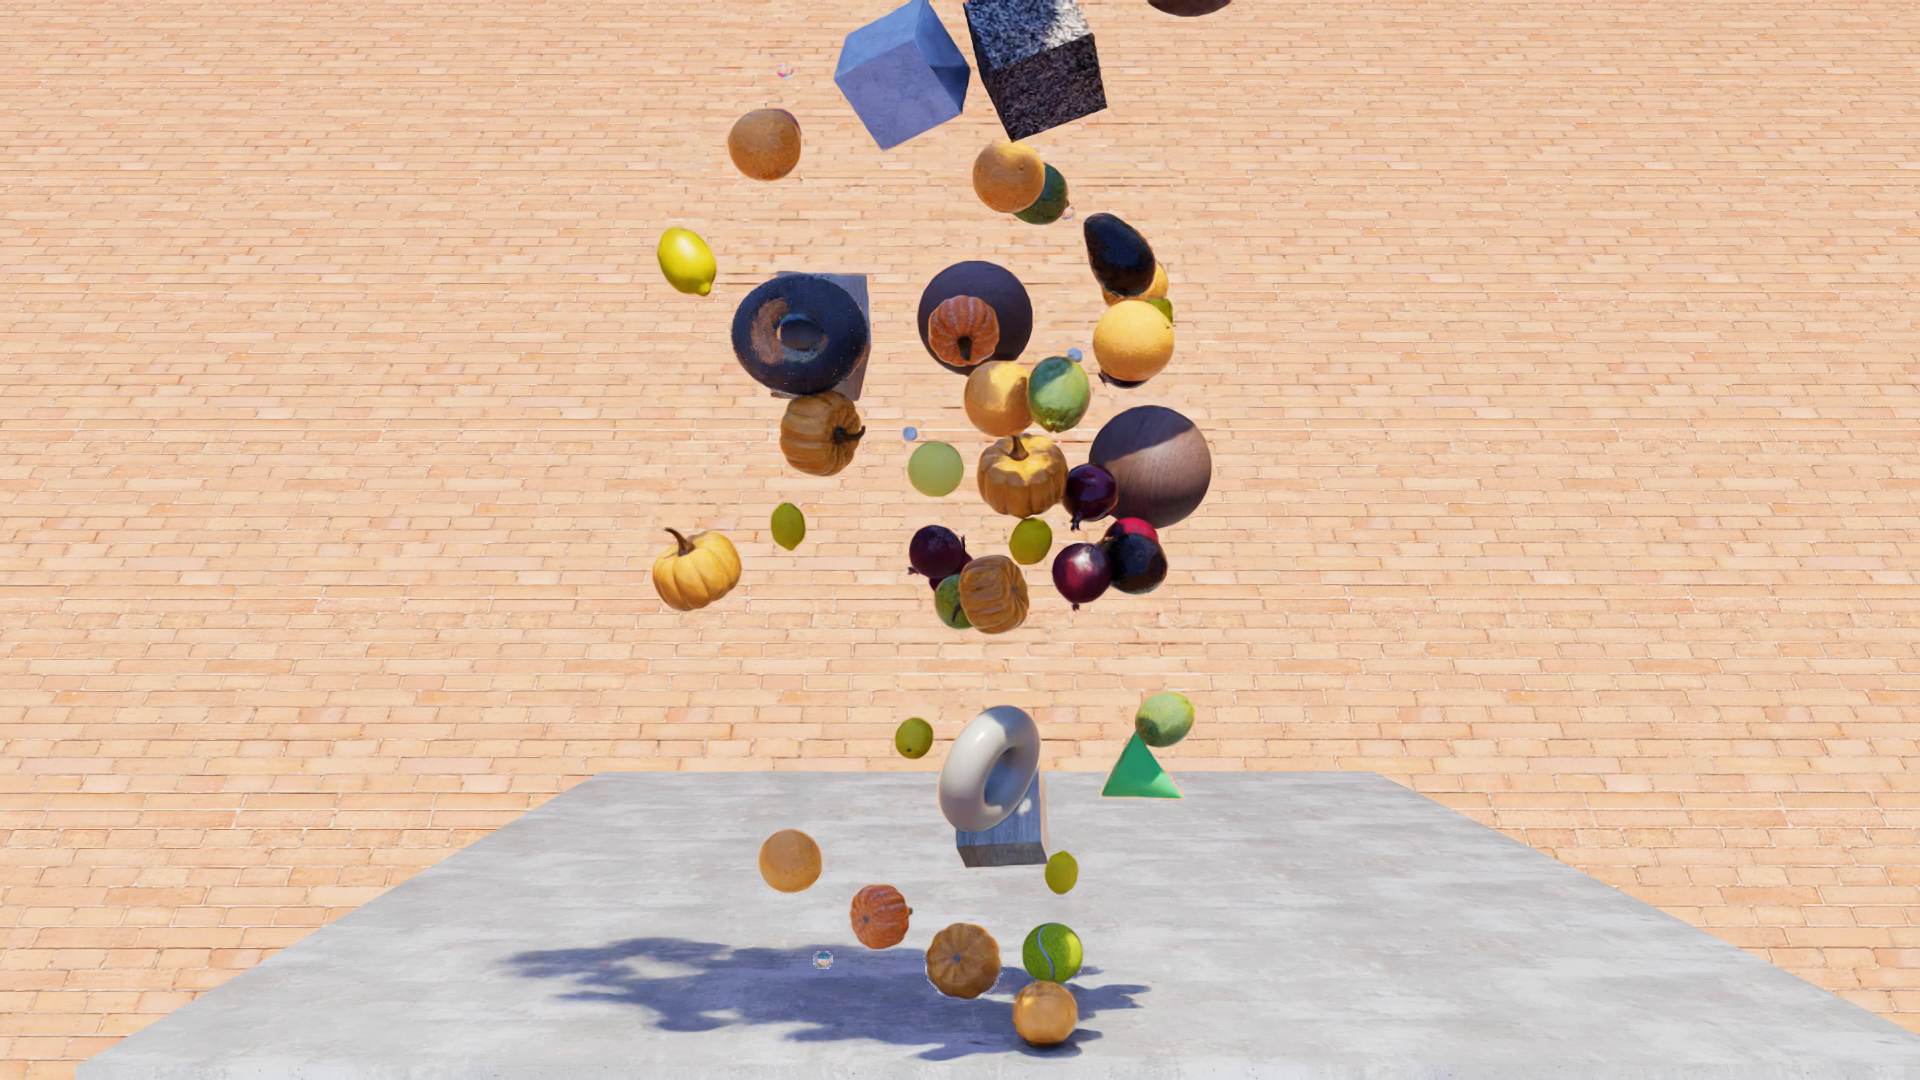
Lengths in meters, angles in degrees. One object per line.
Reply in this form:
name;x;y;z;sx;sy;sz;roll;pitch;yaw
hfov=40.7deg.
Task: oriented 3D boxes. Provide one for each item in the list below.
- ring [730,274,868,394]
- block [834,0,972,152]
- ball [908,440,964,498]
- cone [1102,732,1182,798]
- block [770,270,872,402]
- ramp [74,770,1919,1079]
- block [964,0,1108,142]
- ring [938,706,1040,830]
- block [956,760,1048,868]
ring;-0.162;-0.208;2.623;0.139;0.046;0.139;2;59;-4
block;-0.052;-0.428;2.378;0.085;0.085;0.085;-22;32;23
ball;-0.026;-0.077;2.798;0.061;0.061;0.061;0;32;0
cone;0.214;0.270;2.899;0.082;0.082;0.082;28;36;1
block;-0.148;-0.213;2.717;0.094;0.094;0.094;2;54;-10
ramp;0.071;0.625;4.715;2.000;0.100;4.000;0;-1;0
block;0.069;-0.442;2.365;0.094;0.094;0.094;-20;53;-2
ring;0.030;0.229;2.591;0.045;0.136;0.136;26;40;31
block;0.046;0.304;2.872;0.093;0.093;0.093;-4;68;6
